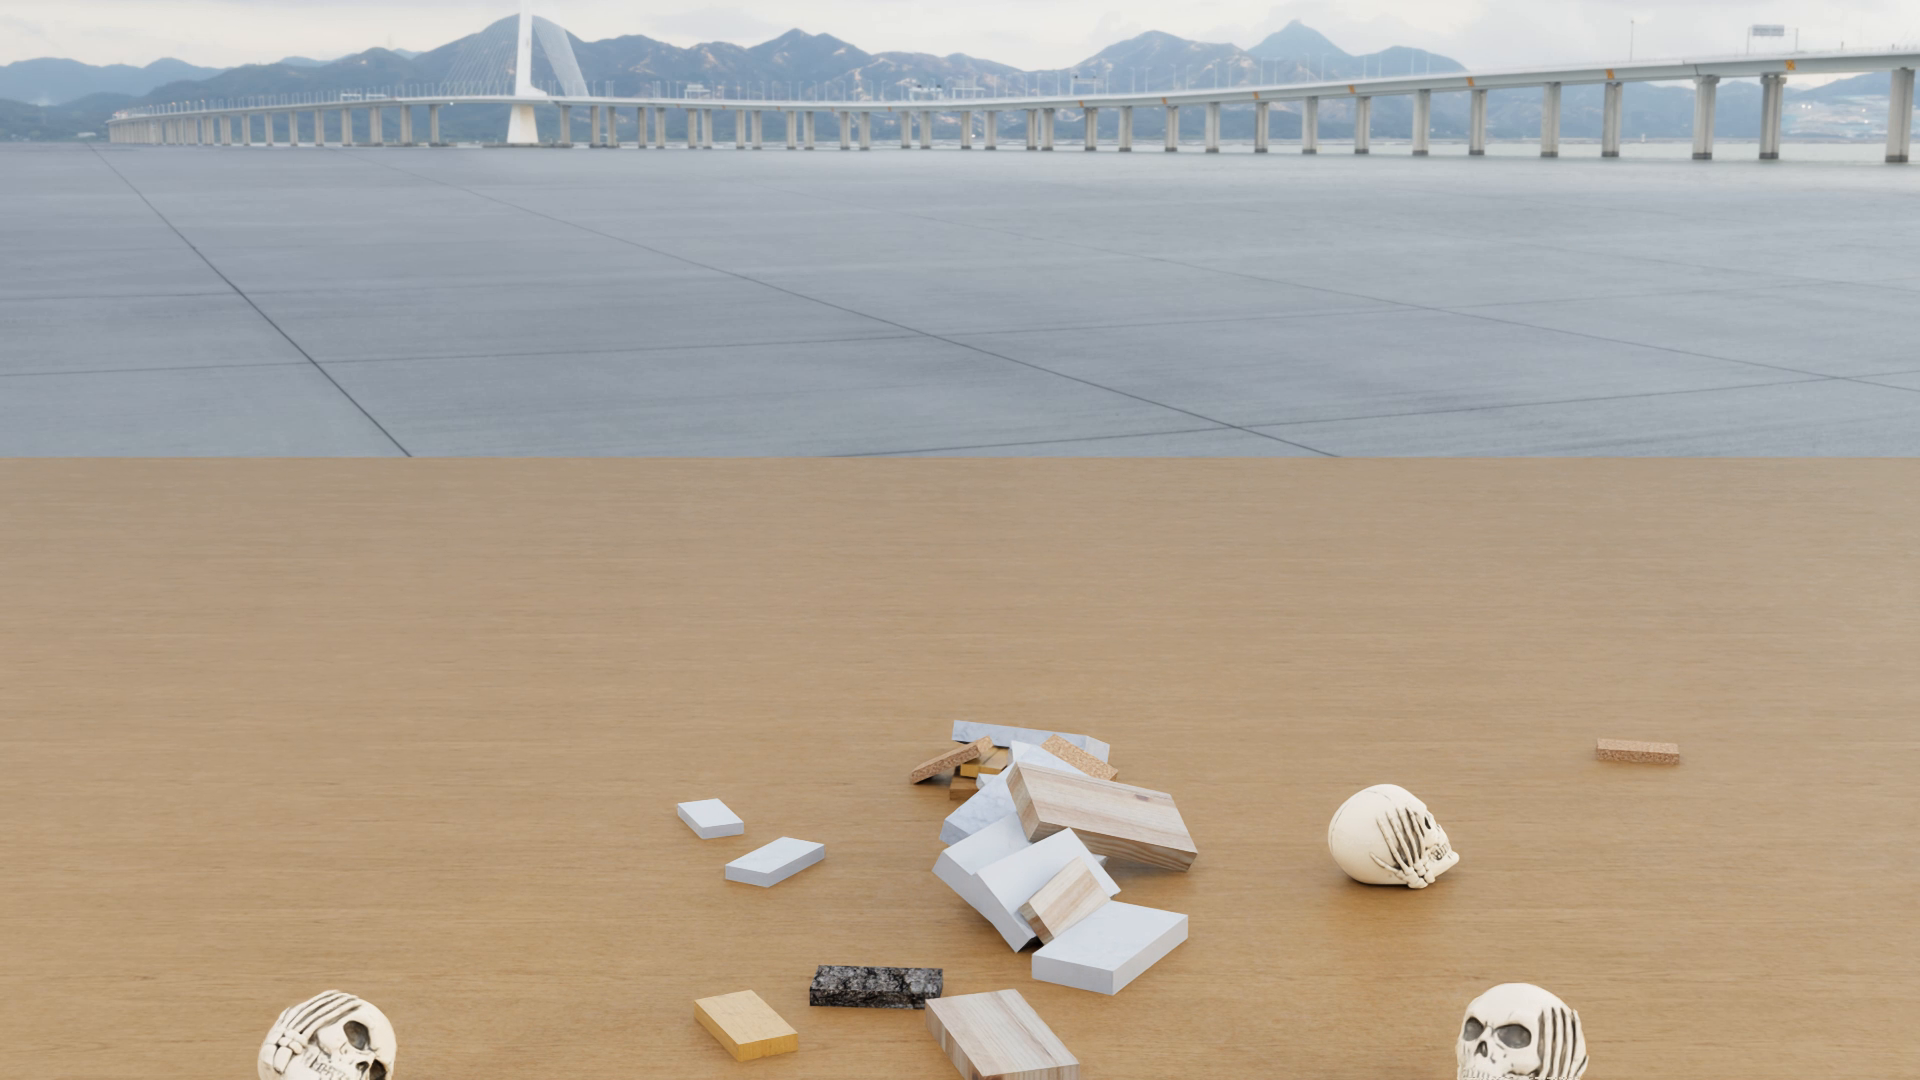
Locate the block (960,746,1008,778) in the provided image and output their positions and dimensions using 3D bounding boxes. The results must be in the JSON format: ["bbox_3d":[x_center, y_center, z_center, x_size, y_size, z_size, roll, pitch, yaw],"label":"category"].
[{"bbox_3d":[0.063,0.436,4.308,0.081,0.023,0.161,6,10,16],"label":"block"}]

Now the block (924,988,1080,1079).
[{"bbox_3d":[0.055,0.691,3.019,0.135,0.038,0.270,-3,11,-17],"label":"block"}]

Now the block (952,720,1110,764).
[{"bbox_3d":[0.142,0.406,4.414,0.283,0.040,0.142,5,-10,24],"label":"block"}]

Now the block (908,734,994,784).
[{"bbox_3d":[-0.017,0.428,4.290,0.157,0.022,0.078,-25,1,21],"label":"block"}]

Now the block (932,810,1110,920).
[{"bbox_3d":[0.106,0.532,3.634,0.156,0.044,0.312,38,29,21],"label":"block"}]

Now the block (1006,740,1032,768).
[{"bbox_3d":[0.165,0.457,4.150,0.142,0.040,0.283,14,12,-4],"label":"block"}]

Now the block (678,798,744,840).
[{"bbox_3d":[-0.458,0.511,4.034,0.078,0.022,0.157,-5,11,-23],"label":"block"}]

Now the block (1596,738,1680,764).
[{"bbox_3d":[1.377,0.430,4.471,0.157,0.022,0.078,3,11,14],"label":"block"}]

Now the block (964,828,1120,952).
[{"bbox_3d":[0.134,0.558,3.522,0.135,0.038,0.270,50,33,18],"label":"block"}]

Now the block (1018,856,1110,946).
[{"bbox_3d":[0.166,0.574,3.465,0.025,0.088,0.175,-38,-5,34],"label":"block"}]

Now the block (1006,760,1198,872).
[{"bbox_3d":[0.242,0.473,3.763,0.312,0.044,0.156,15,29,-25],"label":"block"}]

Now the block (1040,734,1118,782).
[{"bbox_3d":[0.156,0.458,3.980,0.142,0.040,0.283,29,33,20],"label":"block"}]

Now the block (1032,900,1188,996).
[{"bbox_3d":[0.233,0.624,3.380,0.135,0.038,0.270,6,12,29],"label":"block"}]

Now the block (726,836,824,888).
[{"bbox_3d":[-0.318,0.554,3.793,0.088,0.025,0.175,6,12,29],"label":"block"}]

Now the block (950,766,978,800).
[{"bbox_3d":[0.027,0.470,4.254,0.081,0.023,0.161,1,11,4],"label":"block"}]

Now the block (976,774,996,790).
[{"bbox_3d":[0.089,0.481,4.115,0.081,0.023,0.161,8,14,-16],"label":"block"}]

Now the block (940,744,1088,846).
[{"bbox_3d":[0.114,0.476,3.848,0.156,0.044,0.312,29,33,20],"label":"block"}]

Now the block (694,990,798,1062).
[{"bbox_3d":[-0.303,0.683,3.100,0.088,0.025,0.175,-5,12,-26],"label":"block"}]

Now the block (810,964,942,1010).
[{"bbox_3d":[-0.122,0.657,3.234,0.186,0.026,0.093,1,11,4],"label":"block"}]
